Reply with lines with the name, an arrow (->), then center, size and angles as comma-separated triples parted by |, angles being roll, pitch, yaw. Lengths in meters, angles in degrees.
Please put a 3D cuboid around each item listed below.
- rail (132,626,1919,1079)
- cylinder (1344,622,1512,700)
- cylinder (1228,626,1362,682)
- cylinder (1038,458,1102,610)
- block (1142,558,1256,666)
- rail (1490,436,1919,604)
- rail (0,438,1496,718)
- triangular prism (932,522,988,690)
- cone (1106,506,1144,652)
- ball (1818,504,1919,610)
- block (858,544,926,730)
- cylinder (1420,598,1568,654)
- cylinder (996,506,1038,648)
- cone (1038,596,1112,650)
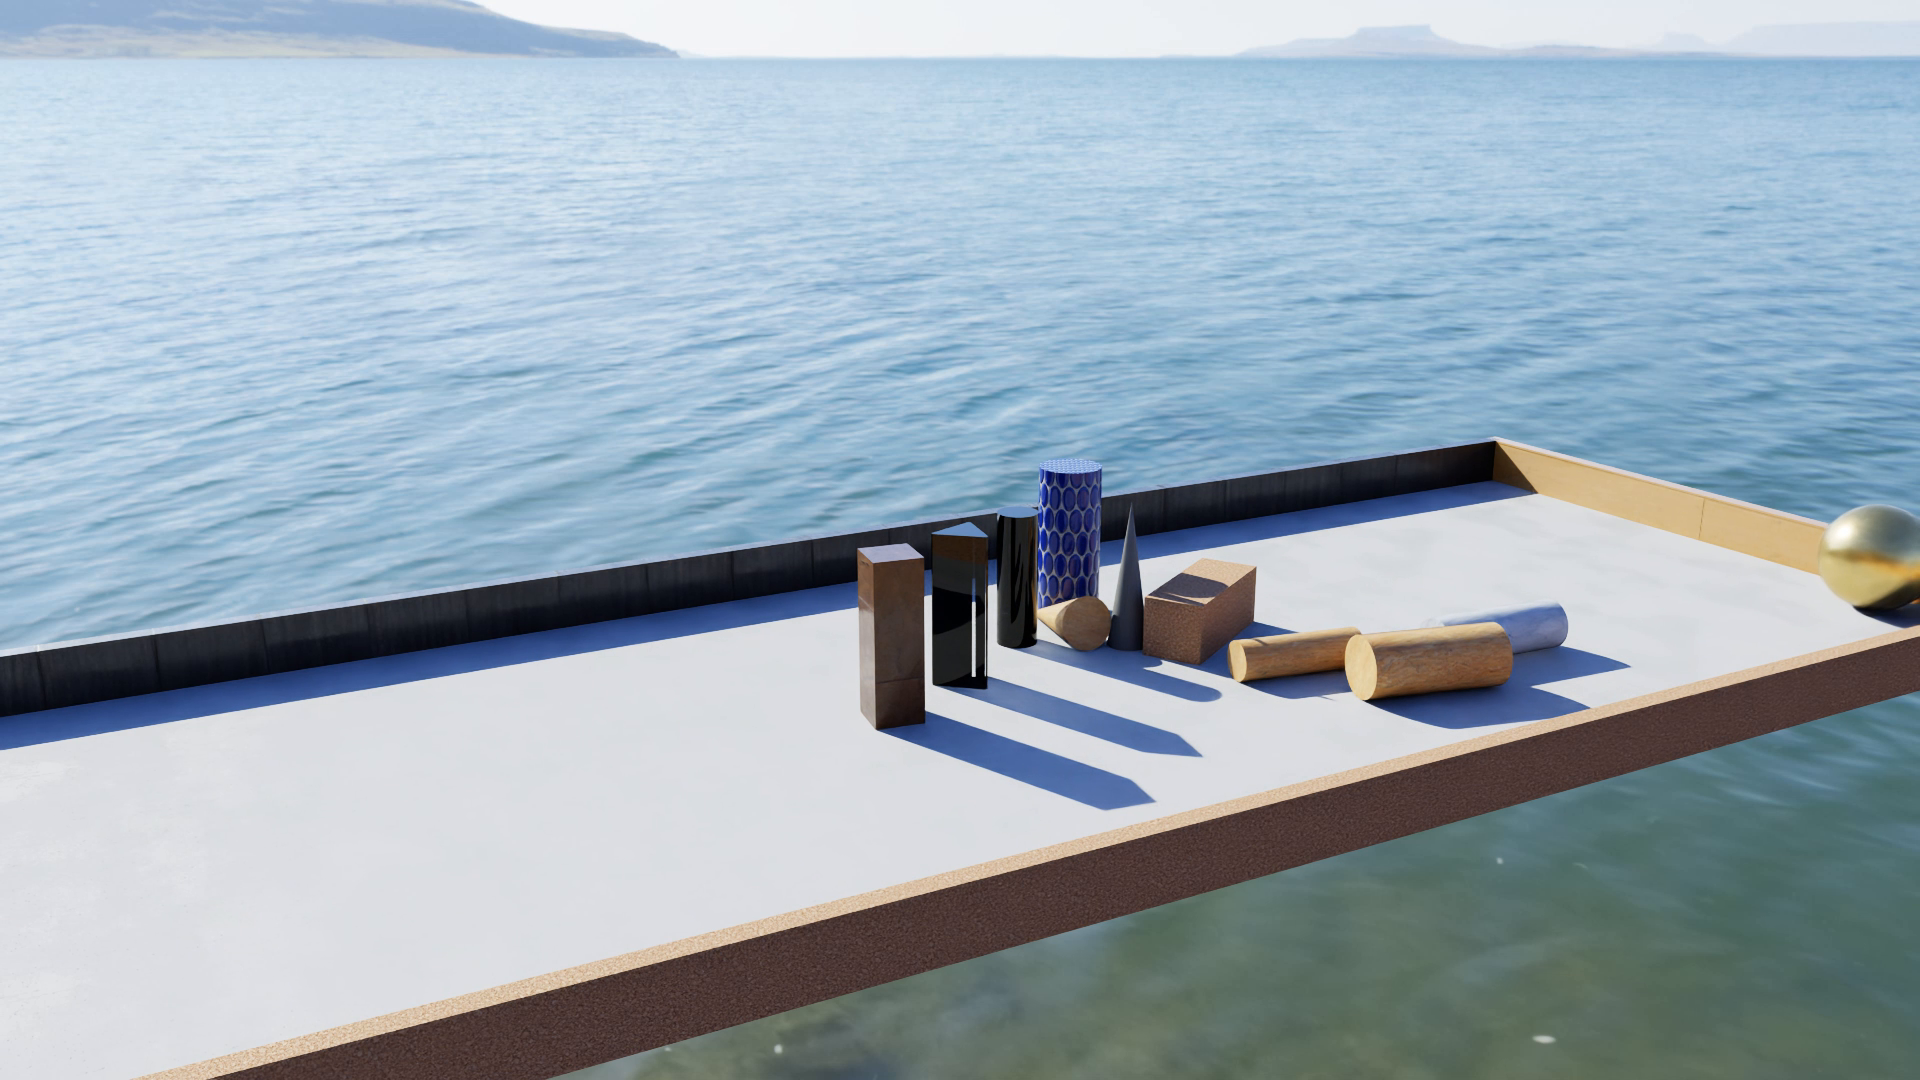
rail -> -2.336, 1.006, 1.665 | 12.000, 0.150, 0.050 | -9, 18, -27
cylinder -> 1.153, 0.297, 4.062 | 0.369, 0.160, 0.160 | -4, 17, -14
cylinder -> 0.854, 0.289, 4.187 | 0.337, 0.104, 0.104 | -5, 17, -17
cylinder -> 0.305, -0.002, 4.609 | 0.174, 0.423, 0.174 | 0, 16, 0
block -> 0.648, 0.187, 4.436 | 0.160, 0.160, 0.401 | 9, 19, 29
rail -> 2.466, -0.048, 5.253 | 0.050, 0.150, 2.100 | -9, 18, -27
rail -> -3.305, 0.497, 3.399 | 12.000, 0.150, 0.050 | -9, 18, -27
triangular prism -> 0.011, 0.161, 4.109 | 0.138, 0.394, 0.120 | 3, 17, 12
cone -> 0.448, 0.088, 4.352 | 0.110, 0.397, 0.110 | 0, 16, 0
ball -> 2.590, 0.049, 4.655 | 0.301, 0.301, 0.301 | 0, 16, 0
block -> -0.160, 0.226, 3.863 | 0.122, 0.408, 0.122 | -6, 17, -19
cylinder -> 1.390, 0.242, 4.300 | 0.385, 0.131, 0.131 | -7, 18, -23
cylinder -> 0.152, 0.099, 4.377 | 0.109, 0.361, 0.109 | 0, 16, 0
cone -> 0.267, 0.212, 4.509 | 0.146, 0.146, 0.341 | -7, 6, -23
